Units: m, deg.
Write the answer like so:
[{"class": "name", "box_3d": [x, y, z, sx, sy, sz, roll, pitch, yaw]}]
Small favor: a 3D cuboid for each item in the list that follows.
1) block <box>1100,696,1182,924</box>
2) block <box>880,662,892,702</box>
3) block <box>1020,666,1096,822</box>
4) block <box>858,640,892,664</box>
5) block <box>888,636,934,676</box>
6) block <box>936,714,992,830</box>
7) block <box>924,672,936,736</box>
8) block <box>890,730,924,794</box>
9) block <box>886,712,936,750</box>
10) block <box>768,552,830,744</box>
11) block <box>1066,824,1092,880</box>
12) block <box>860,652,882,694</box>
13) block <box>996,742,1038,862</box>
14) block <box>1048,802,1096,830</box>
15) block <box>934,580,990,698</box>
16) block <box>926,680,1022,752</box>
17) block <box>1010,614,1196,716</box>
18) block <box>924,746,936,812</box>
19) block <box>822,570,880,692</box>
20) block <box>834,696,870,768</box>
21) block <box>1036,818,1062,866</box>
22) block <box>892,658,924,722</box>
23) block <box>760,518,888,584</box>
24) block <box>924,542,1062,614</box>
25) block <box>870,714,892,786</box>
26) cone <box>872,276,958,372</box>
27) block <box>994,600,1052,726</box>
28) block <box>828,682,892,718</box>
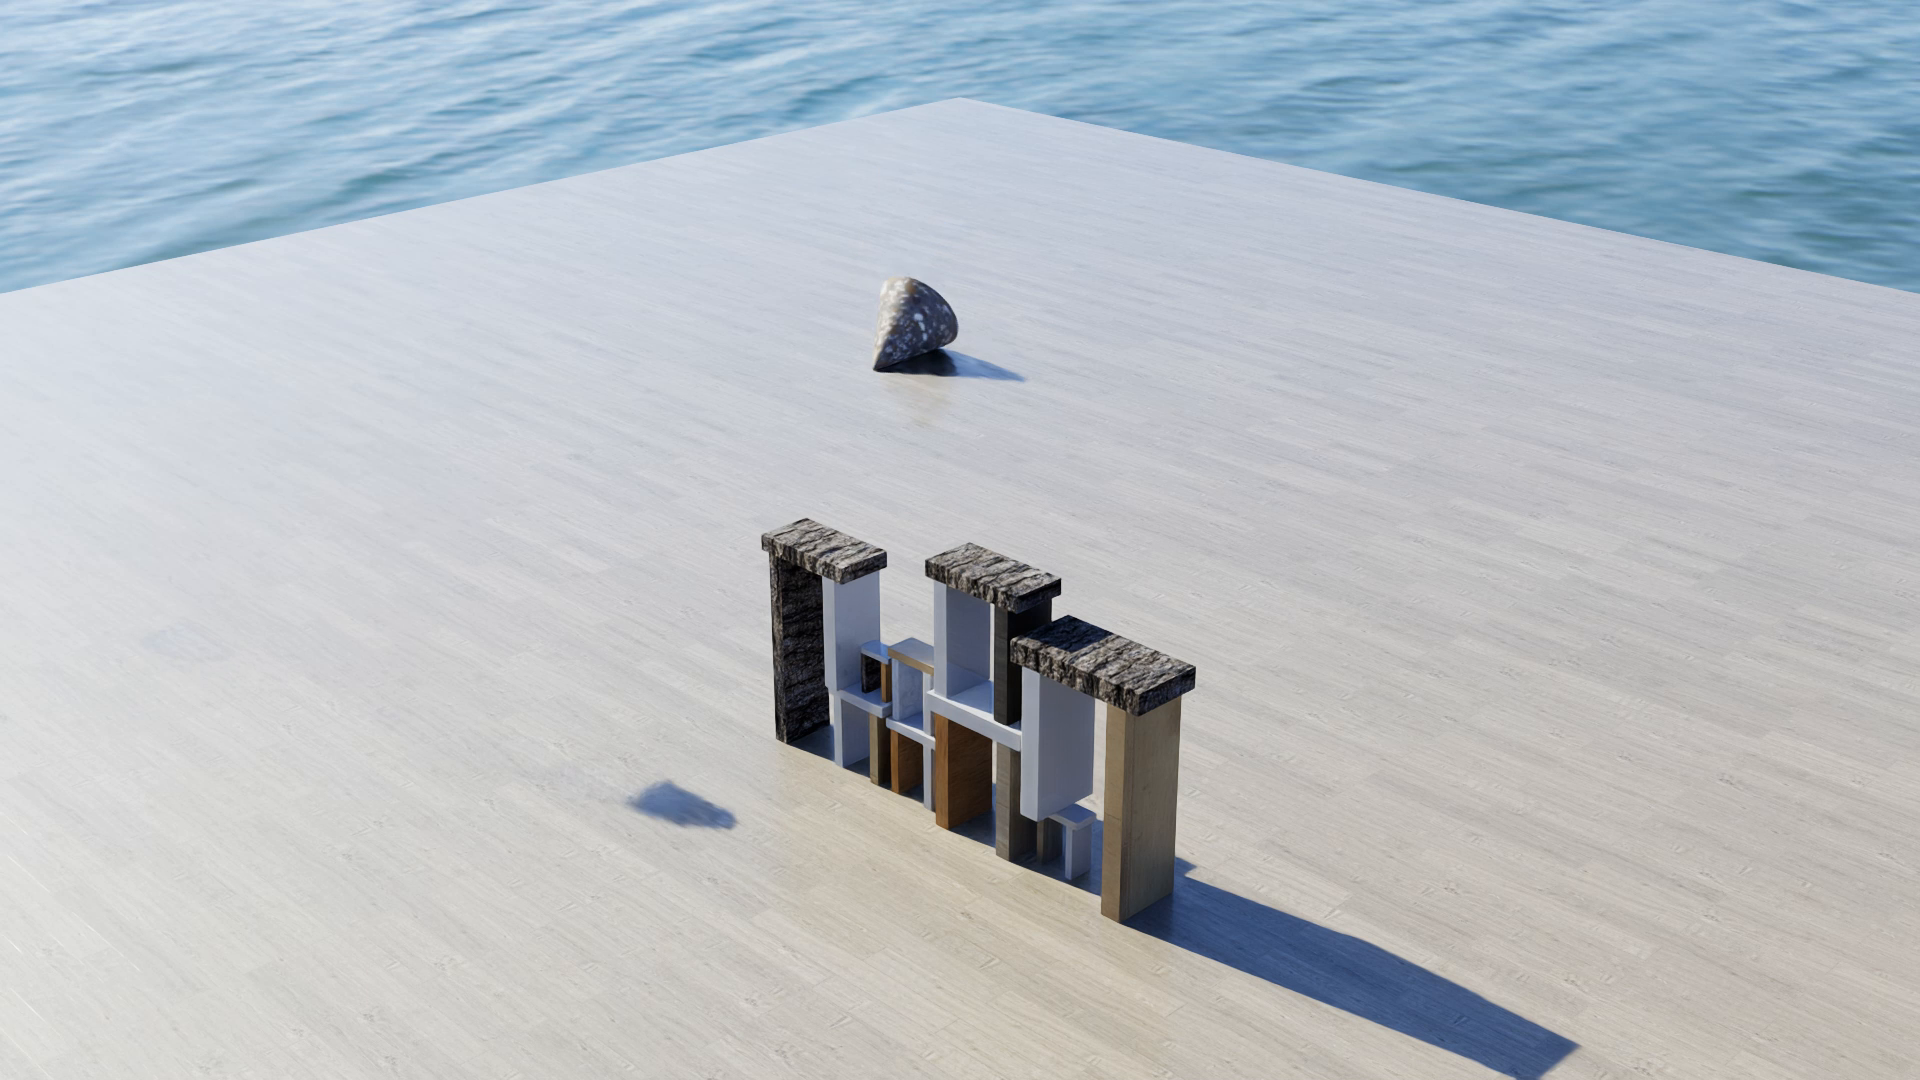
[{"class": "block", "box_3d": [0.334, 0.480, 4.062, 0.044, 0.443, 0.157, 21, 31, 41]}, {"class": "block", "box_3d": [-0.140, 0.285, 4.496, 0.013, 0.090, 0.045, 21, 31, 41]}, {"class": "block", "box_3d": [0.187, 0.363, 4.174, 0.157, 0.314, 0.044, -21, 31, -41]}, {"class": "block", "box_3d": [-0.161, 0.229, 4.496, 0.090, 0.013, 0.045, 21, 31, 41]}, {"class": "block", "box_3d": [-0.074, 0.234, 4.411, 0.137, 0.019, 0.068, 21, 31, 41]}, {"class": "block", "box_3d": [0.008, 0.442, 4.396, 0.036, 0.252, 0.126, 21, 31, 41]}, {"class": "block", "box_3d": [-0.042, 0.318, 4.412, 0.019, 0.137, 0.068, 21, 31, 41]}, {"class": "block", "box_3d": [-0.108, 0.445, 4.528, 0.021, 0.145, 0.072, 21, 31, 41]}, {"class": "block", "box_3d": [-0.074, 0.382, 4.464, 0.145, 0.021, 0.072, 21, 31, 41]}, {"class": "block", "box_3d": [-0.341, 0.216, 4.692, 0.035, 0.437, 0.125, 21, 31, 41]}, {"class": "block", "box_3d": [0.228, 0.591, 4.223, 0.056, 0.112, 0.016, -21, 31, -41]}, {"class": "block", "box_3d": [-0.183, 0.268, 4.535, 0.045, 0.090, 0.013, -21, 31, -41]}, {"class": "block", "box_3d": [0.127, 0.489, 4.286, 0.036, 0.252, 0.126, 21, 31, 41]}, {"class": "block", "box_3d": [0.202, 0.521, 4.223, 0.056, 0.016, 0.113, -21, 31, -40]}, {"class": "block", "box_3d": [0.004, 0.176, 4.297, 0.035, 0.244, 0.122, 21, 31, 41]}, {"class": "block", "box_3d": [0.068, 0.333, 4.285, 0.252, 0.036, 0.126, 21, 31, 41]}, {"class": "block", "box_3d": [0.260, 0.227, 4.036, 0.157, 0.044, 0.314, -21, 31, -40]}, {"class": "block", "box_3d": [-0.040, 0.471, 4.465, 0.021, 0.145, 0.072, 21, 31, 41]}, {"class": "block", "box_3d": [-0.223, 0.176, 4.547, 0.125, 0.250, 0.035, -21, 31, -41]}, {"class": "block", "box_3d": [-0.226, 0.390, 4.631, 0.023, 0.164, 0.082, 21, 31, 41]}, {"class": "block", "box_3d": [0.175, 0.571, 4.272, 0.056, 0.112, 0.016, -21, 31, -41]}, {"class": "block", "box_3d": [-0.106, 0.293, 4.471, 0.019, 0.137, 0.068, 21, 31, 41]}, {"class": "block", "box_3d": [-0.282, 0.021, 4.546, 0.250, 0.035, 0.125, 22, 32, 40]}, {"class": "block", "box_3d": [0.062, 0.070, 4.189, 0.244, 0.035, 0.122, 21, 31, 41]}, {"class": "block", "box_3d": [-0.149, 0.421, 4.560, 0.023, 0.164, 0.082, 21, 31, 41]}, {"class": "cone", "box_3d": [-0.208, -0.643, 7.105, 0.297, 0.297, 0.297, 15, 54, 31]}, {"class": "block", "box_3d": [0.119, 0.221, 4.191, 0.122, 0.244, 0.035, -21, 31, -41]}, {"class": "block", "box_3d": [-0.188, 0.319, 4.559, 0.082, 0.023, 0.164, -21, 31, -41]}]
